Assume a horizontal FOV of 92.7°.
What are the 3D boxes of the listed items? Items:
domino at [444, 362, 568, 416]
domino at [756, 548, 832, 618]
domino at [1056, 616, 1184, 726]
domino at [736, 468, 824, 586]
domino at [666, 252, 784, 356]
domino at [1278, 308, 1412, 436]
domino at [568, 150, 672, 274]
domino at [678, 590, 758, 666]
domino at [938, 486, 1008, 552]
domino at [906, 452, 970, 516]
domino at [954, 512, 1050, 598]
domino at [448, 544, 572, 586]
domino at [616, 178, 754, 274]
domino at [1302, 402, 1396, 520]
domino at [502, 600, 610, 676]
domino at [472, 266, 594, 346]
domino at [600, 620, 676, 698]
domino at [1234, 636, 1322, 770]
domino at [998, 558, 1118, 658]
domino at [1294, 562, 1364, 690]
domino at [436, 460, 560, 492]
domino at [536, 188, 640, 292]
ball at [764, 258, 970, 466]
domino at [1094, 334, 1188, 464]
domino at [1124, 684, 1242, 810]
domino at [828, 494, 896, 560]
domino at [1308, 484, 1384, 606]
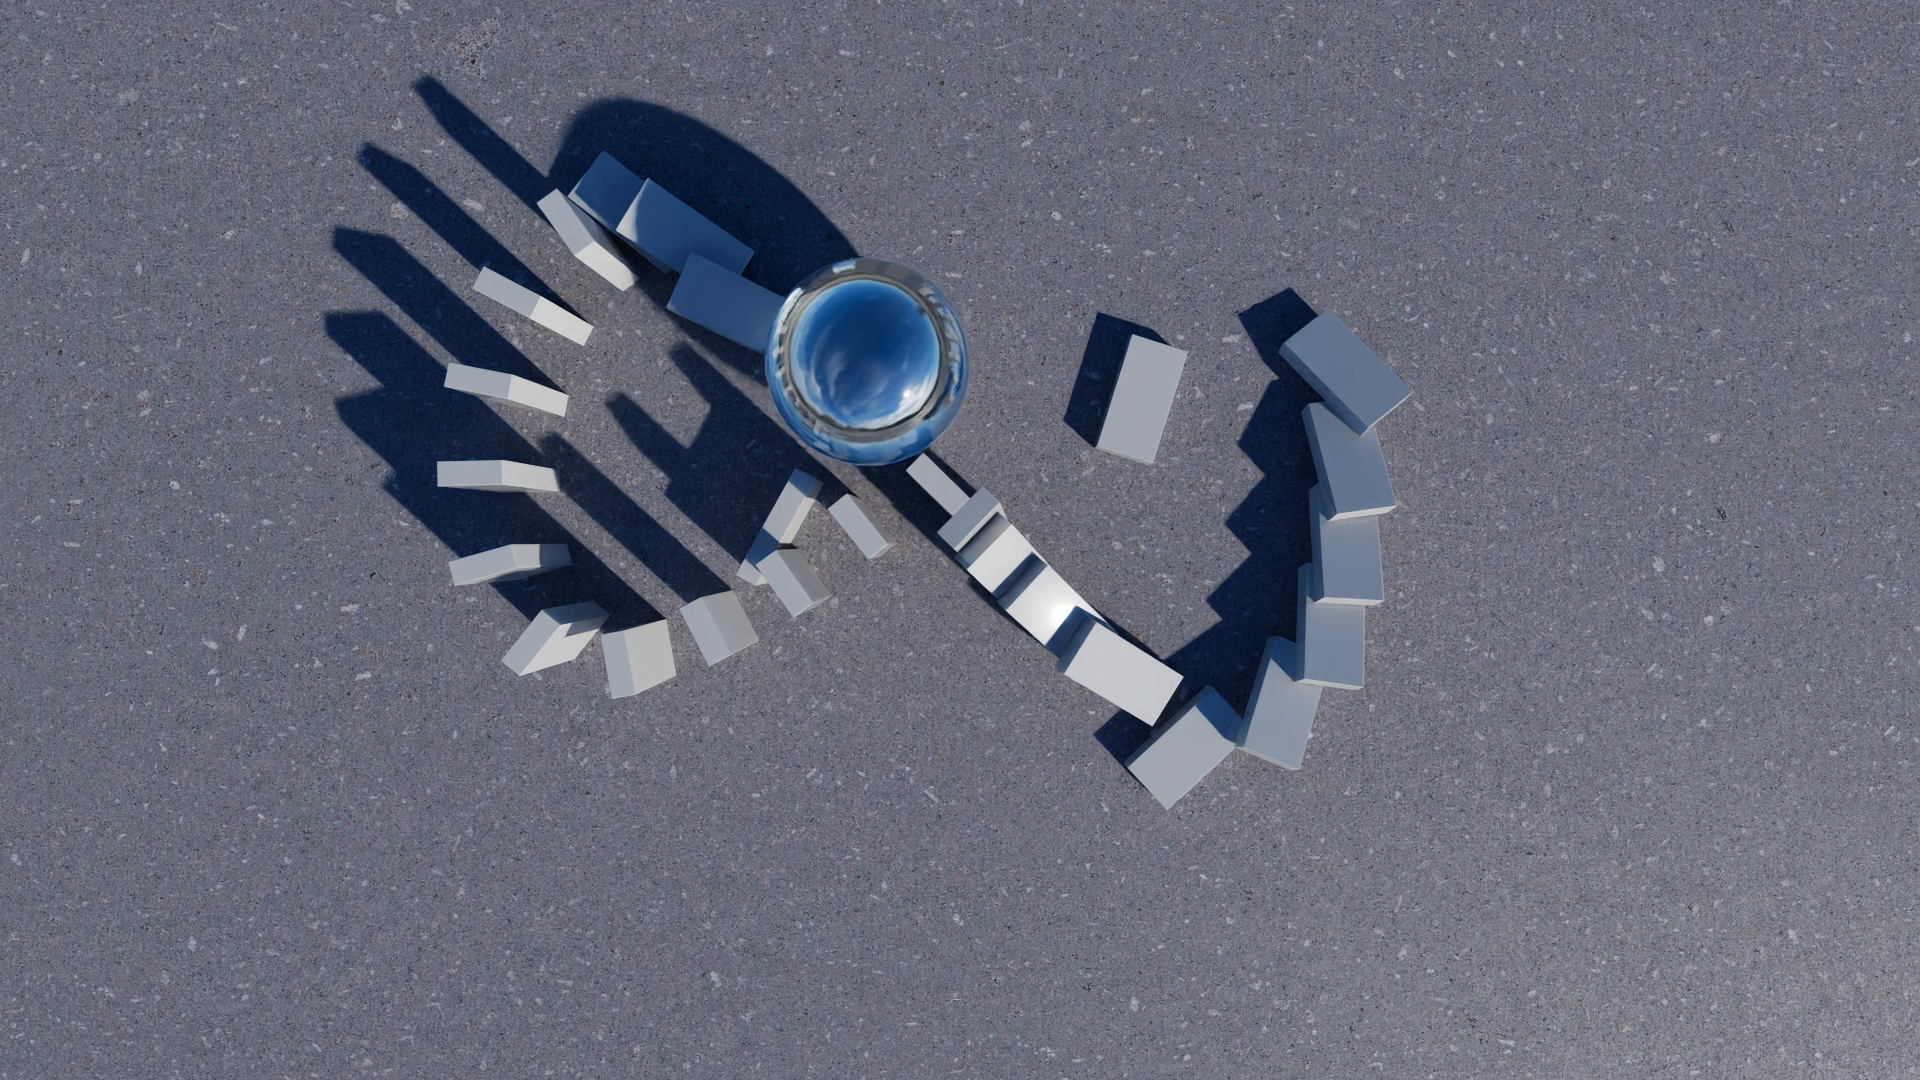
[{"bbox_3d":[-0.184,-0.061,0.375,0.025,0.050,0.010,11,90,0],"label":"domino"},{"bbox_3d":[-0.067,0.017,0.375,0.009,0.050,0.025,-36,90,0],"label":"domino"},{"bbox_3d":[0.068,0.056,0.387,0.050,0.009,0.025,32,90,-20],"label":"domino"},{"bbox_3d":[-0.076,-0.005,0.388,0.010,0.025,0.050,29,90,0],"label":"domino"},{"bbox_3d":[-0.095,-0.098,0.387,0.050,0.009,0.025,24,90,-19],"label":"domino"},{"bbox_3d":[0.163,-0.071,0.388,0.025,0.010,0.050,-38,76,-5],"label":"domino"},{"bbox_3d":[-0.140,-0.141,0.395,0.050,0.010,0.025,38,90,0],"label":"domino"},{"bbox_3d":[-0.098,0.035,0.375,0.009,0.050,0.025,-27,90,0],"label":"domino"},{"bbox_3d":[0.006,-0.006,0.375,0.009,0.050,0.025,44,90,8],"label":"domino"},{"bbox_3d":[-0.008,-0.021,0.375,0.025,0.050,0.009,44,90,0],"label":"domino"},{"bbox_3d":[0.021,0.012,0.378,0.025,0.050,0.010,-46,48,0],"label":"domino"},{"bbox_3d":[-0.182,0.010,0.375,0.025,0.050,0.009,-16,90,0],"label":"domino"},{"bbox_3d":[-0.115,-0.126,0.387,0.050,0.009,0.025,32,92,-19],"label":"domino"},{"bbox_3d":[0.164,-0.035,0.389,0.025,0.009,0.050,-8,74,0],"label":"domino"},{"bbox_3d":[-0.164,0.039,0.375,0.010,0.050,0.025,39,90,0],"label":"domino"},{"bbox_3d":[-0.173,-0.095,0.375,0.025,0.050,0.010,28,90,0],"label":"domino"},{"bbox_3d":[-0.131,0.048,0.375,0.010,0.050,0.025,-10,90,0],"label":"domino"},{"bbox_3d":[0.137,0.069,0.389,0.025,0.010,0.050,22,75,0],"label":"domino"},{"bbox_3d":[0.041,0.033,0.384,0.025,0.010,0.050,-47,118,0],"label":"domino"},{"bbox_3d":[0.157,0.036,0.389,0.025,0.009,0.050,8,74,0],"label":"domino"},{"bbox_3d":[-0.187,-0.026,0.375,0.025,0.050,0.010,-1,90,0],"label":"domino"},{"bbox_3d":[-0.151,-0.121,0.375,0.010,0.050,0.025,-36,90,0],"label":"domino"},{"bbox_3d":[-0.036,-0.069,0.360,0.080,0.080,0.080,0,90,0],"label":"ball"},{"bbox_3d":[0.078,-0.060,0.395,0.025,0.010,0.050,17,90,0],"label":"domino"},{"bbox_3d":[0.098,0.089,0.395,0.050,0.009,0.025,-43,90,0],"label":"domino"},{"bbox_3d":[-0.039,-0.005,0.375,0.009,0.050,0.025,-39,90,0],"label":"domino"},{"bbox_3d":[0.163,0.002,0.389,0.025,0.009,0.050,3,74,0],"label":"domino"}]
